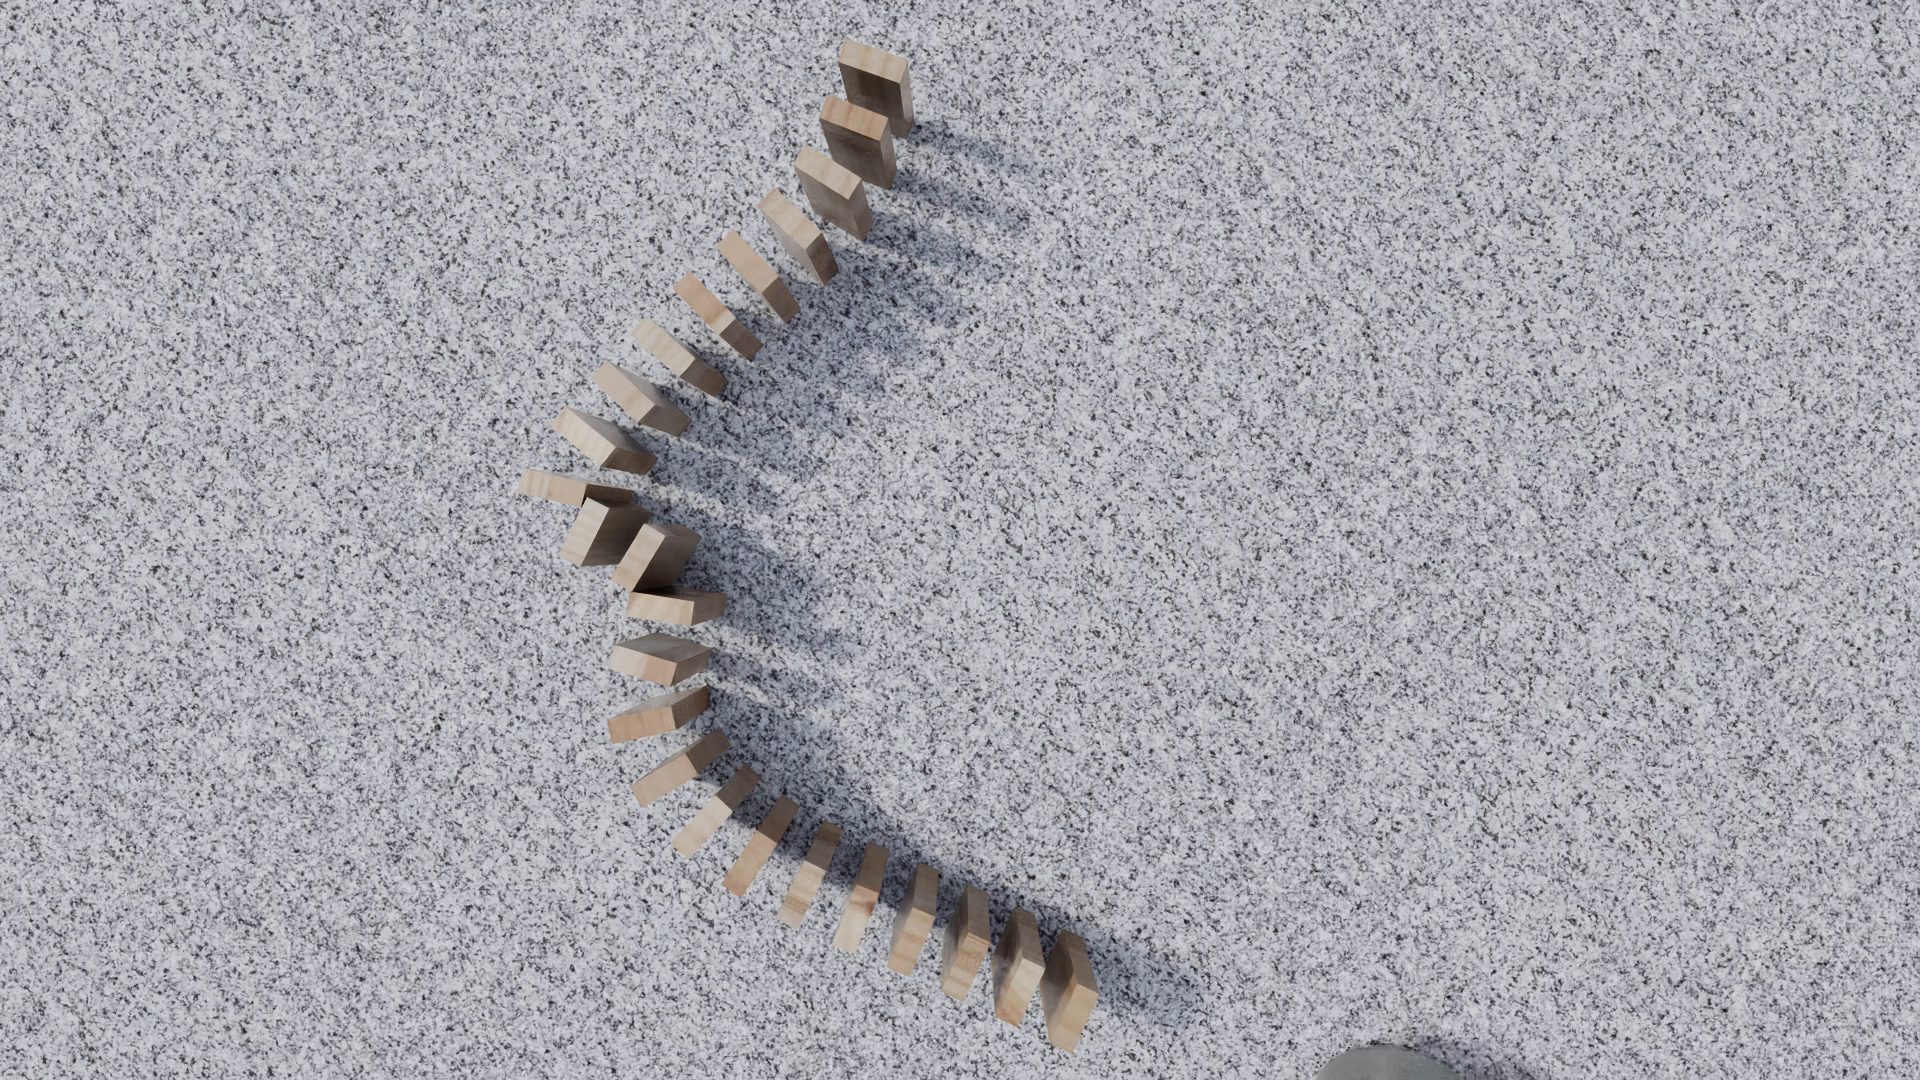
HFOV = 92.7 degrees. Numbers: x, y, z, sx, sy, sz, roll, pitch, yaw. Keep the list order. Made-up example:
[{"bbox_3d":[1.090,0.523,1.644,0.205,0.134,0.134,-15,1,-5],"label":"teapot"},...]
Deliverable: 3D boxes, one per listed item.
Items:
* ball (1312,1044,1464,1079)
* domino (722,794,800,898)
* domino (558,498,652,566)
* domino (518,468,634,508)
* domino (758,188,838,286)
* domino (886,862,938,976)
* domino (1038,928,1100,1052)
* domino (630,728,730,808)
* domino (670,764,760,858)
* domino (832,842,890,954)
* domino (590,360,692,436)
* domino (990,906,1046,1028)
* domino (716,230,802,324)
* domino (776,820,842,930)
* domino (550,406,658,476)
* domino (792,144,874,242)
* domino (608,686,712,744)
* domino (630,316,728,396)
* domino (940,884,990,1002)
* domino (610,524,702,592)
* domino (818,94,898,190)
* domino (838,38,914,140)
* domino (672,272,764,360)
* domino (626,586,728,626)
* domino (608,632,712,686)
[{"bbox_3d":[0.174,0.244,0.360,0.080,0.080,0.080,0,90,0],"label":"ball"},{"bbox_3d":[-0.081,0.124,0.375,0.010,0.050,0.025,34,90,0],"label":"domino"},{"bbox_3d":[-0.144,-0.003,0.375,0.010,0.050,0.025,27,90,0],"label":"domino"},{"bbox_3d":[-0.156,-0.020,0.375,0.025,0.050,0.010,14,90,0],"label":"domino"},{"bbox_3d":[-0.065,-0.123,0.375,0.025,0.050,0.010,43,90,0],"label":"domino"},{"bbox_3d":[-0.019,0.154,0.375,0.009,0.050,0.025,23,90,0],"label":"domino"},{"bbox_3d":[0.044,0.183,0.375,0.010,0.050,0.025,25,90,0],"label":"domino"},{"bbox_3d":[-0.113,0.092,0.375,0.025,0.050,0.009,-31,90,0],"label":"domino"},{"bbox_3d":[-0.099,0.110,0.375,0.009,0.050,0.025,43,90,0],"label":"domino"},{"bbox_3d":[-0.040,0.145,0.375,0.010,0.050,0.025,22,90,0],"label":"domino"},{"bbox_3d":[-0.129,-0.057,0.375,0.025,0.050,0.010,43,90,0],"label":"domino"},{"bbox_3d":[0.023,0.173,0.375,0.009,0.050,0.025,25,90,0],"label":"domino"},{"bbox_3d":[-0.081,-0.107,0.375,0.009,0.050,0.025,-44,90,0],"label":"domino"},{"bbox_3d":[-0.061,0.136,0.375,0.010,0.050,0.025,27,90,0],"label":"domino"},{"bbox_3d":[-0.144,-0.040,0.375,0.025,0.050,0.010,39,90,0],"label":"domino"},{"bbox_3d":[-0.051,-0.141,0.375,0.025,0.050,0.009,32,90,0],"label":"domino"},{"bbox_3d":[-0.122,0.071,0.375,0.025,0.050,0.010,-13,90,0],"label":"domino"},{"bbox_3d":[-0.114,-0.074,0.375,0.025,0.050,0.009,41,90,0],"label":"domino"},{"bbox_3d":[0.002,0.163,0.375,0.009,0.050,0.025,25,90,0],"label":"domino"},{"bbox_3d":[-0.123,0.007,0.375,0.009,0.050,0.025,31,90,0],"label":"domino"},{"bbox_3d":[-0.041,-0.161,0.375,0.025,0.050,0.009,21,90,0],"label":"domino"},{"bbox_3d":[-0.033,-0.183,0.375,0.025,0.050,0.010,19,90,0],"label":"domino"},{"bbox_3d":[-0.098,-0.091,0.375,0.010,0.050,0.025,-45,90,0],"label":"domino"},{"bbox_3d":[-0.115,0.026,0.375,0.025,0.050,0.009,9,90,0],"label":"domino"},{"bbox_3d":[-0.121,0.048,0.375,0.025,0.050,0.009,17,90,0],"label":"domino"}]
